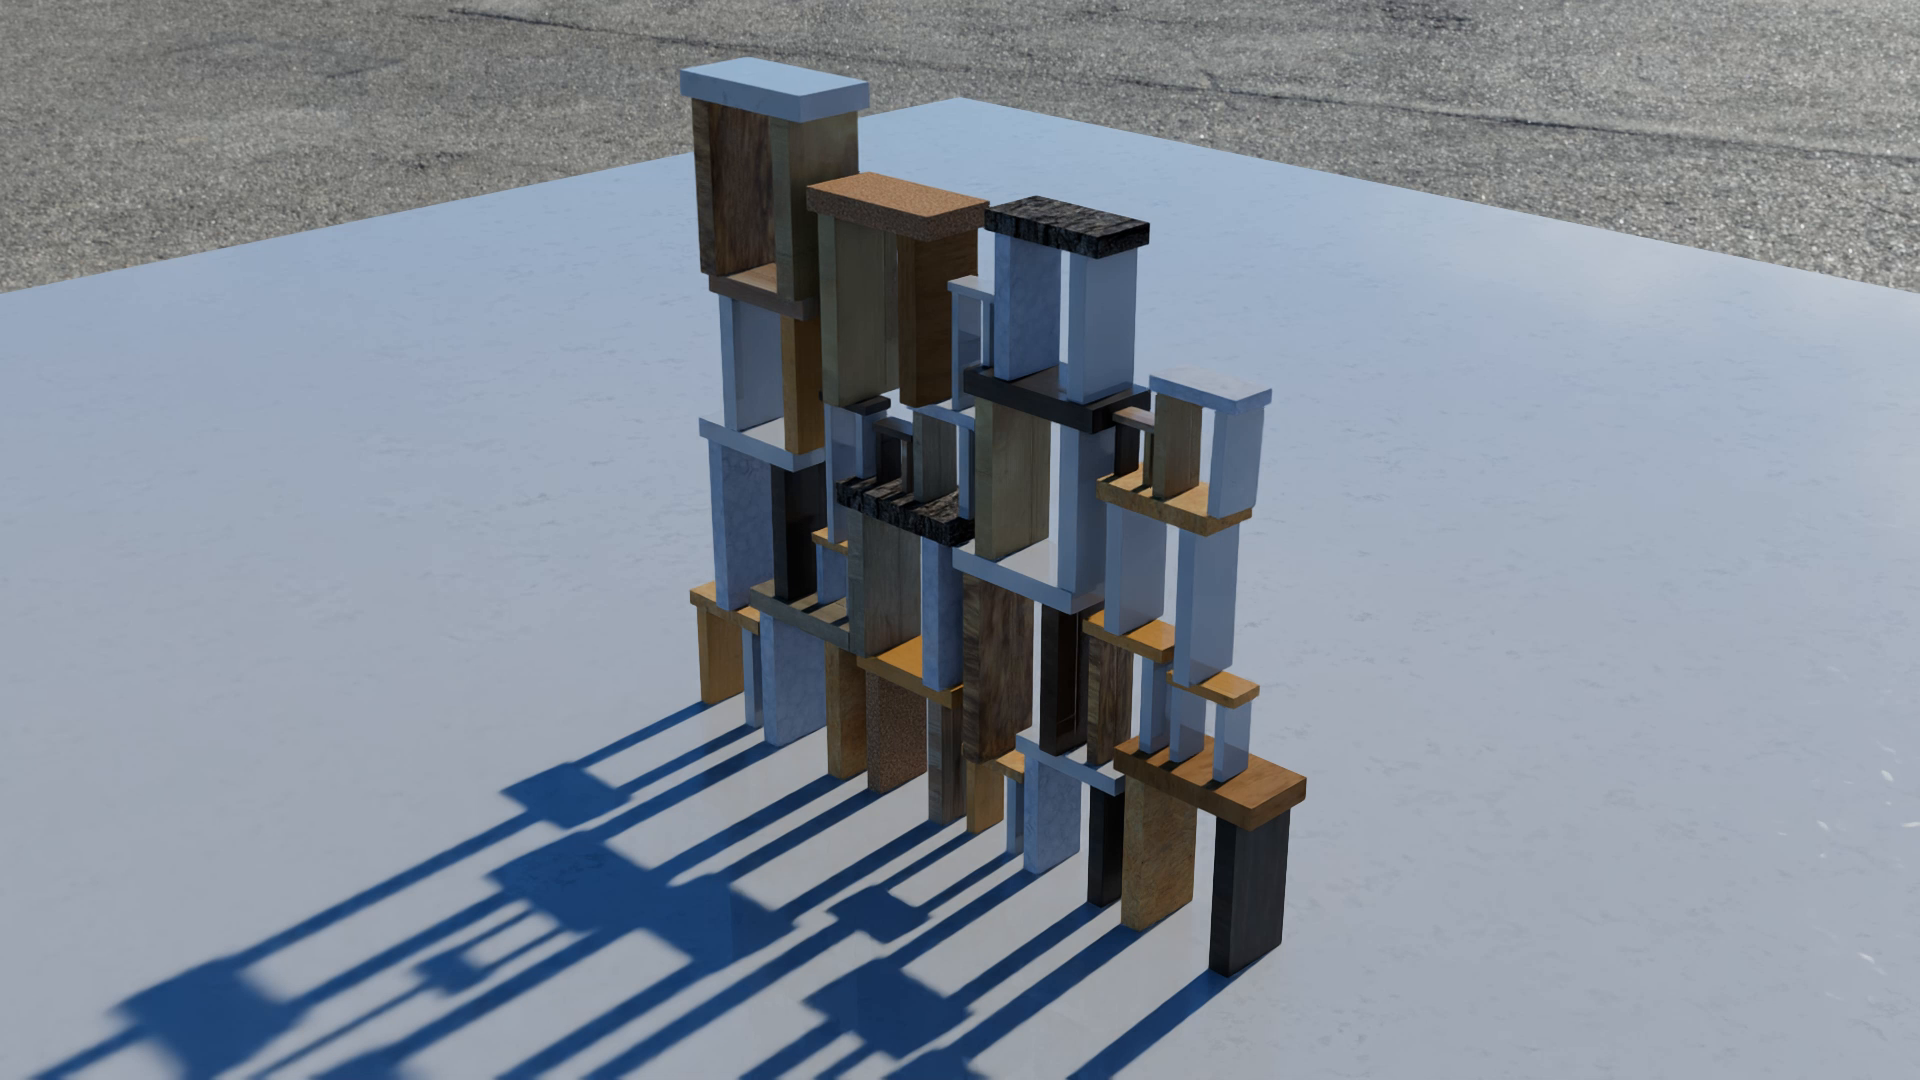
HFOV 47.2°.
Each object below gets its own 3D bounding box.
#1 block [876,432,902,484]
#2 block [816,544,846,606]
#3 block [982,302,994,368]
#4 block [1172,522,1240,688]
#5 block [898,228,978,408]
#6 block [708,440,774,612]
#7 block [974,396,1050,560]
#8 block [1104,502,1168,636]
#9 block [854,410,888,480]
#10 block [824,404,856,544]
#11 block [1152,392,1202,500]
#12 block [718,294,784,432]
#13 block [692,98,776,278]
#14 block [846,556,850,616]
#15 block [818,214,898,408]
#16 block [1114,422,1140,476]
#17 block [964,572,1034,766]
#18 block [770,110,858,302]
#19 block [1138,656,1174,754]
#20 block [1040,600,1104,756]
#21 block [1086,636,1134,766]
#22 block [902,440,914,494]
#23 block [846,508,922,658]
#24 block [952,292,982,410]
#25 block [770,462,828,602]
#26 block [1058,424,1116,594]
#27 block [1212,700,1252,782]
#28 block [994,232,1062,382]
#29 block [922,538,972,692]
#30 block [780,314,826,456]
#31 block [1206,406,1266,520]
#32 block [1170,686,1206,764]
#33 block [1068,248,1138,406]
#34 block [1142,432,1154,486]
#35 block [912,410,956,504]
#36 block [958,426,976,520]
[{"bbox_3d":[-0.140,-0.168,4.304,0.015,0.106,0.053,21,31,40],"label":"block"},{"bbox_3d":[-0.265,0.061,4.545,0.019,0.134,0.067,21,31,41],"label":"block"},{"bbox_3d":[0.068,-0.379,3.981,0.017,0.121,0.060,21,31,40],"label":"block"},{"bbox_3d":[0.426,0.101,3.804,0.035,0.291,0.123,21,30,40],"label":"block"},{"bbox_3d":[-0.040,-0.422,4.094,0.046,0.324,0.162,21,31,41],"label":"block"},{"bbox_3d":[-0.459,-0.049,4.708,0.042,0.384,0.148,21,31,40],"label":"block"},{"bbox_3d":[0.098,-0.132,4.066,0.044,0.311,0.156,21,31,40],"label":"block"},{"bbox_3d":[0.312,0.035,3.902,0.035,0.247,0.123,21,31,41],"label":"block"},{"bbox_3d":[-0.174,-0.193,4.327,0.019,0.135,0.068,21,31,41],"label":"block"},{"bbox_3d":[-0.238,-0.142,4.418,0.019,0.300,0.067,21,31,41],"label":"block"},{"bbox_3d":[0.370,-0.171,3.743,0.094,0.187,0.027,-21,31,-40],"label":"block"},{"bbox_3d":[-0.422,-0.380,4.522,0.041,0.286,0.143,21,31,40],"label":"block"},{"bbox_3d":[-0.443,-0.719,4.399,0.050,0.353,0.176,22,32,41],"label":"block"},{"bbox_3d":[-0.201,0.086,4.486,0.067,0.134,0.019,-21,31,-41],"label":"block"},{"bbox_3d":[-0.194,-0.458,4.246,0.046,0.377,0.162,21,31,40],"label":"block"},{"bbox_3d":[0.292,-0.165,3.840,0.050,0.099,0.014,-22,32,-40],"label":"block"},{"bbox_3d":[0.074,0.227,4.235,0.043,0.396,0.150,21,31,41],"label":"block"},{"bbox_3d":[-0.276,-0.653,4.247,0.050,0.353,0.176,21,32,40],"label":"block"},{"bbox_3d":[0.364,0.282,3.942,0.026,0.186,0.093,21,31,41],"label":"block"},{"bbox_3d":[0.216,0.238,4.086,0.043,0.301,0.150,21,31,41],"label":"block"},{"bbox_3d":[0.276,0.281,4.037,0.093,0.259,0.026,-21,31,-41],"label":"block"},{"bbox_3d":[-0.089,-0.149,4.260,0.015,0.106,0.053,21,31,40],"label":"block"},{"bbox_3d":[-0.151,0.065,4.410,0.045,0.315,0.157,21,31,41],"label":"block"},{"bbox_3d":[0.012,-0.354,4.057,0.017,0.226,0.060,21,31,40],"label":"block"},{"bbox_3d":[-0.318,-0.035,4.563,0.042,0.297,0.148,21,31,40],"label":"block"},{"bbox_3d":[0.245,-0.075,3.932,0.044,0.311,0.156,21,31,40],"label":"block"},{"bbox_3d":[0.476,0.344,3.846,0.021,0.148,0.074,21,31,41],"label":"block"},{"bbox_3d":[0.120,-0.427,3.910,0.037,0.265,0.132,21,31,40],"label":"block"},{"bbox_3d":[-0.001,0.122,4.275,0.158,0.315,0.045,-21,31,-40],"label":"block"},{"bbox_3d":[-0.287,-0.326,4.398,0.041,0.286,0.143,21,31,40],"label":"block"},{"bbox_3d":[0.459,-0.136,3.660,0.094,0.187,0.027,-18,31,-38],"label":"block"},{"bbox_3d":[0.406,0.317,3.910,0.021,0.148,0.074,21,31,40],"label":"block"},{"bbox_3d":[0.246,-0.378,3.796,0.037,0.265,0.132,21,31,40],"label":"block"},{"bbox_3d":[0.338,-0.146,3.797,0.050,0.099,0.014,-22,33,-40],"label":"block"},{"bbox_3d":[-0.048,-0.170,4.214,0.026,0.182,0.091,21,31,40],"label":"block"},{"bbox_3d":[0.039,-0.137,4.135,0.026,0.182,0.091,21,31,40],"label":"block"}]
